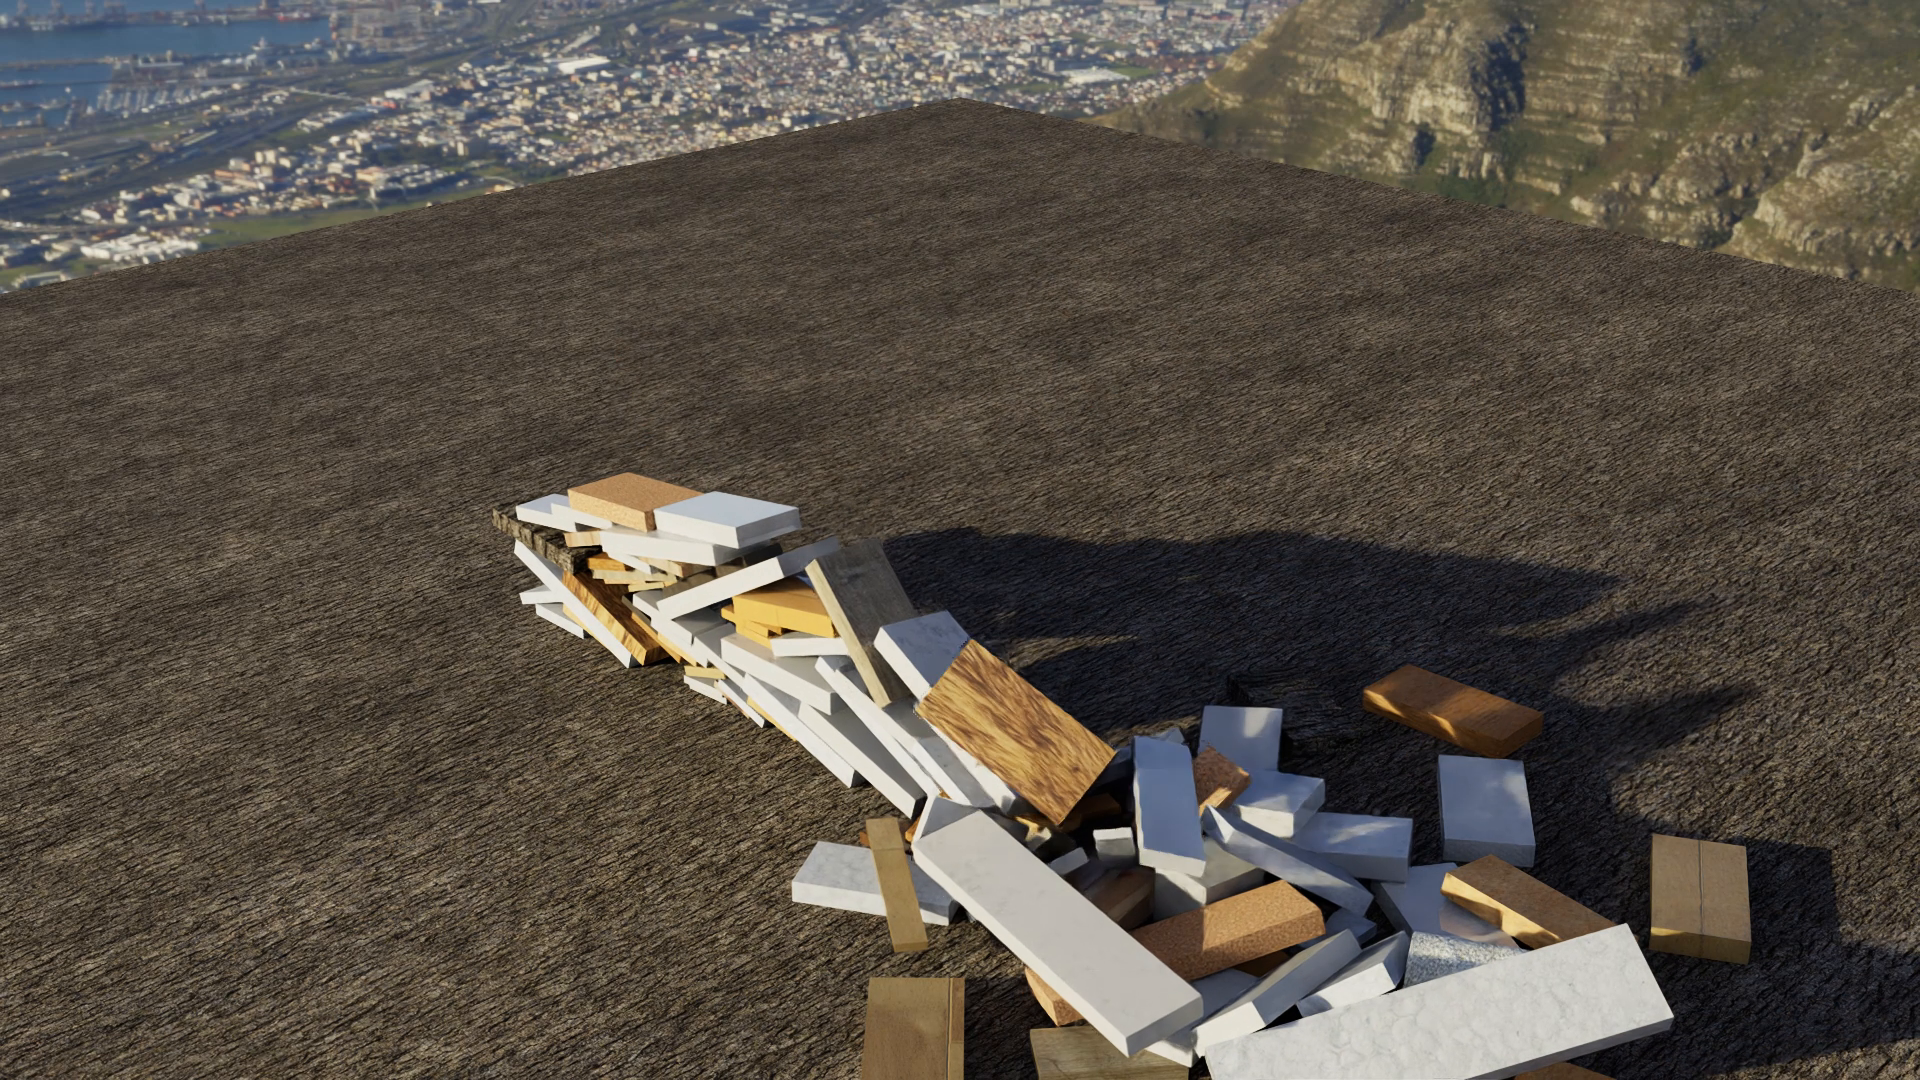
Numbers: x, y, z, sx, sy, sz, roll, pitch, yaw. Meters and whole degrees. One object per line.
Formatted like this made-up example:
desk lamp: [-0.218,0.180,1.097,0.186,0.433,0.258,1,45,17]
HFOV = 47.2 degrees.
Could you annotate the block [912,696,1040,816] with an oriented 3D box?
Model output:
block: [0.070,0.408,4.369,0.175,0.050,0.350,-1,36,-40]

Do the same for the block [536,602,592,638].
block: [-0.925,0.181,5.299,0.098,0.028,0.196,-21,31,-40]

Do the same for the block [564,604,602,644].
block: [-0.842,0.192,5.213,0.098,0.028,0.196,-22,44,-41]

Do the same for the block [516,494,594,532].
block: [-0.935,-0.064,5.203,0.229,0.032,0.114,11,24,42]

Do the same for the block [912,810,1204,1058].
block: [0.156,0.675,3.861,0.153,0.043,0.697,-23,31,-23]

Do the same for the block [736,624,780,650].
block: [-0.407,0.201,4.742,0.075,0.021,0.149,-20,30,-39]

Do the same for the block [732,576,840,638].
block: [-0.311,0.138,4.619,0.164,0.046,0.328,-21,20,-40]

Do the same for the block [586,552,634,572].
block: [-0.779,0.044,5.077,0.092,0.026,0.184,-21,14,-34]

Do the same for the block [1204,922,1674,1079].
block: [0.764,0.798,3.522,0.722,0.049,0.172,-15,54,-5]

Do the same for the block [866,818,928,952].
block: [-0.121,0.640,4.119,0.060,0.017,0.442,-3,23,-8]

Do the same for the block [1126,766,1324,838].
block: [0.524,0.503,4.338,0.347,0.049,0.173,6,20,28]

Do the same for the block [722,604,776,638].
block: [-0.439,0.168,4.766,0.149,0.021,0.075,20,30,39]

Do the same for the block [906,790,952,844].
block: [-0.004,0.538,4.292,0.104,0.030,0.209,25,46,21]

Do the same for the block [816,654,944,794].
block: [-0.097,0.390,4.472,0.129,0.037,0.481,-21,57,-40]

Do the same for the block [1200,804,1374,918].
block: [0.595,0.586,4.027,0.307,0.043,0.153,27,4,-15]

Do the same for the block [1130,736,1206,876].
block: [0.381,0.484,4.066,0.111,0.031,0.503,12,18,-1]

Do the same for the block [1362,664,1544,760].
block: [1.077,0.374,4.816,0.347,0.049,0.173,21,31,40]

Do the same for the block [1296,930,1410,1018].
block: [0.672,0.739,3.715,0.159,0.045,0.318,-29,-9,15]

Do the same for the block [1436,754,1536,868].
block: [1.054,0.541,4.423,0.172,0.049,0.344,4,23,9]

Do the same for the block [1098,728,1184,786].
block: [0.347,0.452,4.510,0.218,0.031,0.109,-26,6,36]

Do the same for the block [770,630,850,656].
block: [-0.267,0.203,4.589,0.129,0.037,0.258,-21,10,-39]

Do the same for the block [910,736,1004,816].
block: [0.005,0.463,4.304,0.104,0.030,0.209,-3,37,-42]

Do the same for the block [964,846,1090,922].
block: [0.124,0.641,4.093,0.221,0.031,0.111,-22,-10,-28]

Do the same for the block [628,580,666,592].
block: [-0.704,0.099,5.034,0.101,0.014,0.050,-7,12,29]

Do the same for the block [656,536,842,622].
block: [-0.461,0.086,4.774,0.164,0.046,0.500,-21,1,-39]

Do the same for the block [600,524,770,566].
block: [-0.605,-0.004,4.819,0.375,0.046,0.162,6,21,42]

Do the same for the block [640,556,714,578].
block: [-0.618,0.037,4.836,0.095,0.027,0.191,-20,22,-33]

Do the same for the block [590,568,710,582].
block: [-0.711,0.065,5.029,0.092,0.026,0.359,-22,14,-38]

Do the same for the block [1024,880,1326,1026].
block: [0.375,0.719,3.850,0.502,0.047,0.166,-16,13,-12]

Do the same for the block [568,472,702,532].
block: [-0.731,-0.088,4.976,0.162,0.046,0.325,-19,22,-37]

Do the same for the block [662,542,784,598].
block: [-0.526,0.069,4.844,0.095,0.027,0.390,-22,1,-36]

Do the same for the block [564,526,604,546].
block: [-0.803,-0.020,5.092,0.229,0.032,0.114,-3,14,46]

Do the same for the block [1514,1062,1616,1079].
block: [1.505,1.047,3.239,1.428,0.042,0.147,15,27,31]

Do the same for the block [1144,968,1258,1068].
block: [0.401,0.800,3.741,0.124,0.035,0.247,15,27,32]

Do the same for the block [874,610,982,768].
block: [0.000,0.290,4.361,0.175,0.050,0.350,-13,50,-40]

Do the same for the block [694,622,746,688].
block: [-0.459,0.280,4.829,0.101,0.029,0.271,-22,47,-41]

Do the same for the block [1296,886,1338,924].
block: [0.661,0.672,4.099,0.079,0.022,0.158,10,11,21]

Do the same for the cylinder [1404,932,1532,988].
cylinder: [0.849,0.771,3.693,0.196,0.196,0.196,7,24,16]

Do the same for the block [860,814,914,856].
block: [-0.093,0.598,4.320,0.200,0.024,0.086,18,29,36]

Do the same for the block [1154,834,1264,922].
block: [0.457,0.650,4.049,0.141,0.141,0.141,-15,27,-32]

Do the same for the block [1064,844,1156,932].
block: [0.265,0.670,4.091,0.166,0.047,0.332,12,28,34]

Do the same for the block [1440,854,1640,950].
block: [1.055,0.684,4.010,0.318,0.045,0.159,29,26,38]

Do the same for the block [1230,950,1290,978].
block: [0.482,0.786,3.864,0.248,0.035,0.124,-11,25,-24]

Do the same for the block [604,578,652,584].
block: [-0.756,0.086,5.086,0.050,0.014,0.172,-23,14,-39]
